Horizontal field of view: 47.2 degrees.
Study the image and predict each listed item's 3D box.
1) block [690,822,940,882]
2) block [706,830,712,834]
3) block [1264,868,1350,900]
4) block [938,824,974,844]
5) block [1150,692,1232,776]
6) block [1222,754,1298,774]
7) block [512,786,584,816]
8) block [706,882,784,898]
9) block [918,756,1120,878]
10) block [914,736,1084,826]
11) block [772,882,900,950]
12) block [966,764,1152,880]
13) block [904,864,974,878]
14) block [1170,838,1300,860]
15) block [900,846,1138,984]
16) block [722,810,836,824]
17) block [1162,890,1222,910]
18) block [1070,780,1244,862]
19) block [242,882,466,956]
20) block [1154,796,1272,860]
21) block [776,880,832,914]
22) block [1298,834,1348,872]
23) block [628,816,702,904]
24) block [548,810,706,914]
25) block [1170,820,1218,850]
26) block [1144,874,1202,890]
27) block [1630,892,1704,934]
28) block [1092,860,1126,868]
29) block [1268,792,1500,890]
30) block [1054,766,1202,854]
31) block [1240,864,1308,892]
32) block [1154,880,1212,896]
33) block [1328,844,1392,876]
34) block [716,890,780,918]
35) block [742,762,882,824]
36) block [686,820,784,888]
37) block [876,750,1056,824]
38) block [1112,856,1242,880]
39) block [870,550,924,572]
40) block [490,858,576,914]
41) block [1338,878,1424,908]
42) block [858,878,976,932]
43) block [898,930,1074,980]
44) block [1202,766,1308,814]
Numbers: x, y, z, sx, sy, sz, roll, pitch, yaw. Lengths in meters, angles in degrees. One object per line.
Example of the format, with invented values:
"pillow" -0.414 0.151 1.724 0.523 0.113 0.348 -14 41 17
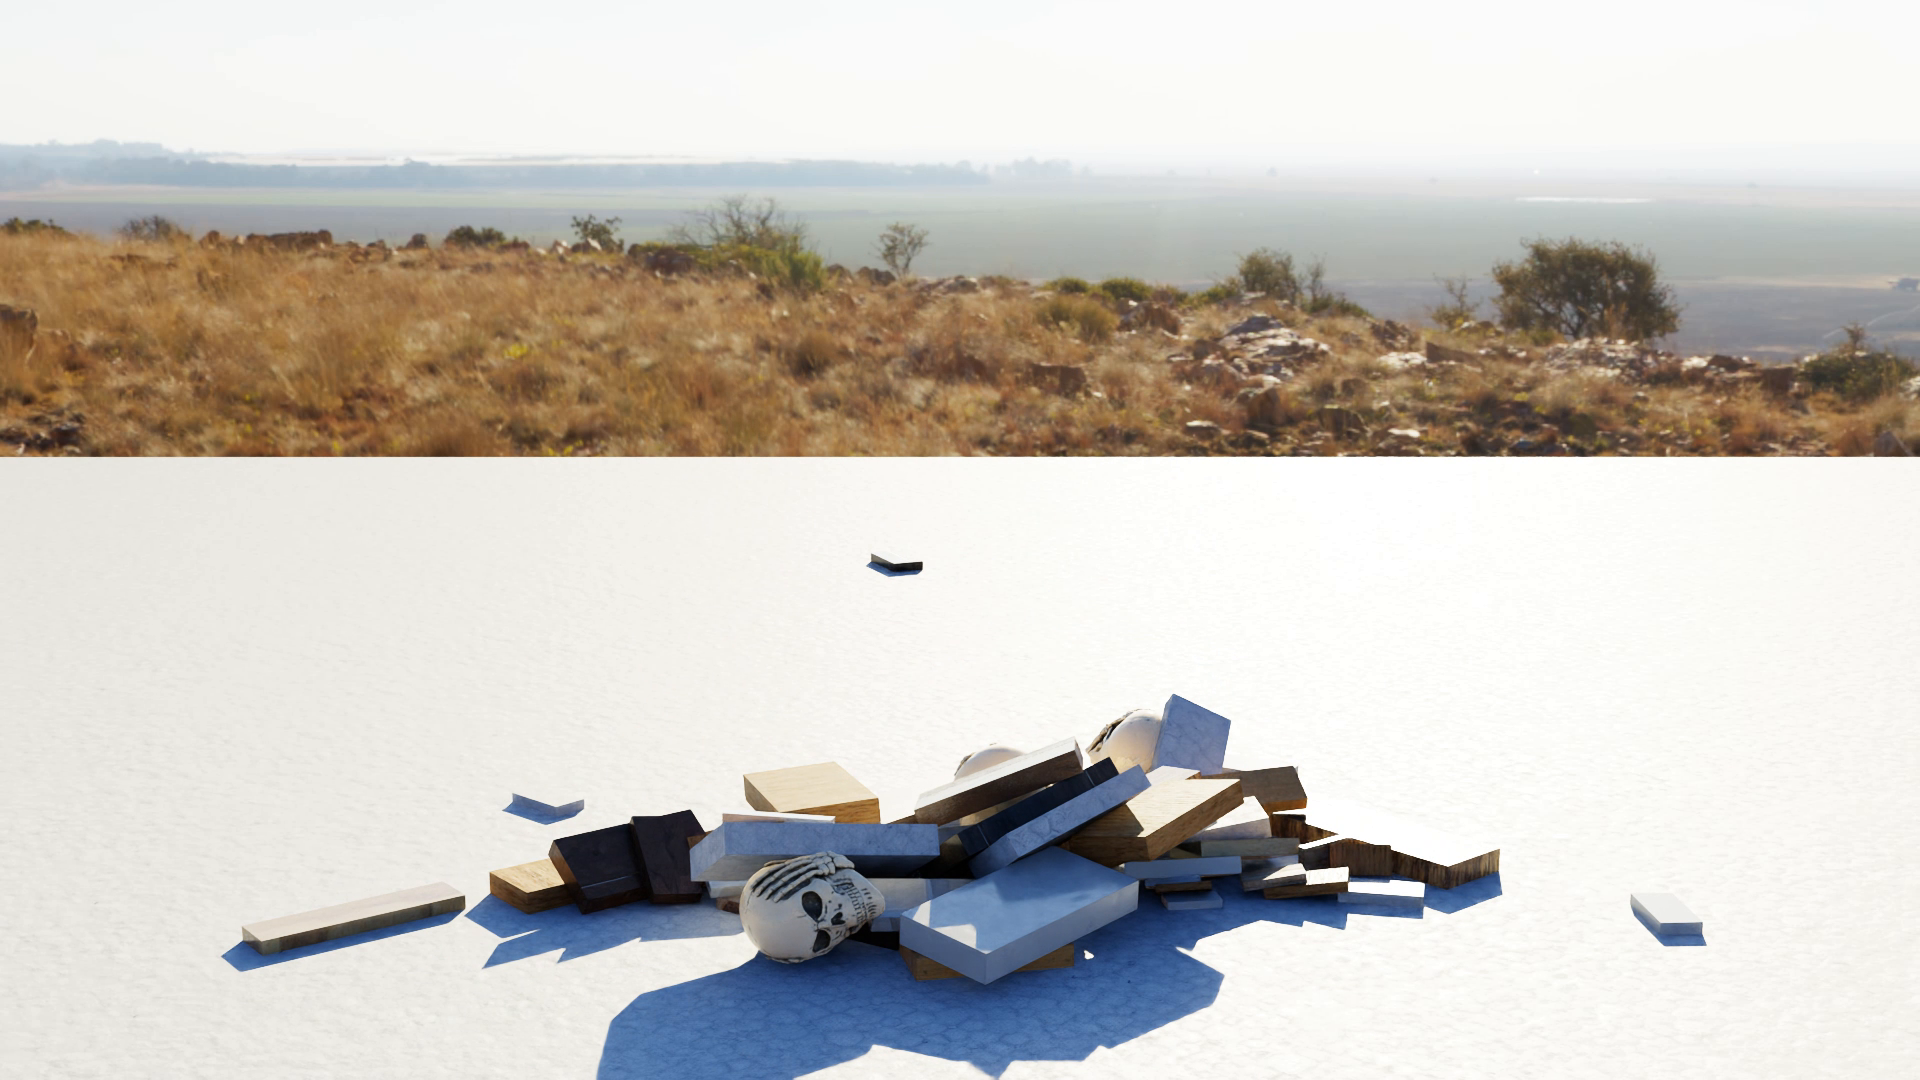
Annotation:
"block" -0.230 0.495 3.479 0.354 0.050 0.177 4 -23 -24
"block" -0.406 0.524 3.874 0.133 0.019 0.067 -8 -25 -36
"block" 0.577 0.571 3.657 0.138 0.020 0.069 -7 9 12
"block" -0.124 0.530 3.704 0.285 0.040 0.143 -4 -19 -20
"block" 0.425 0.407 4.091 0.125 0.035 0.250 25 42 -5
"block" 0.564 0.453 4.334 0.183 0.026 0.091 6 12 31
"block" -0.777 0.492 4.147 0.133 0.019 0.067 9 14 41
"block" -0.352 0.557 3.633 0.133 0.019 0.067 -3 27 -17
"block" 0.098 0.462 3.635 0.354 0.040 0.143 -21 -13 -39
"block" 0.067 0.409 3.701 0.285 0.040 0.143 -21 3 5
"block" -0.167 0.599 3.526 0.246 0.035 0.123 7 13 33
"block" 0.163 0.464 3.591 0.293 0.042 0.147 -23 -13 -34
"block" 0.021 0.577 3.569 0.246 0.035 0.123 5 25 25
"block" 0.470 0.530 3.756 0.199 0.028 0.099 2 -13 -26
"block" 0.094 0.572 3.389 0.177 0.050 0.354 17 23 40
"block" -0.312 0.520 3.779 0.194 0.097 0.027 2 7 12
"block" 0.381 0.593 3.618 0.092 0.013 0.046 -1 11 -8
"block" 0.329 0.460 3.628 0.147 0.042 0.293 -5 10 39
"block" -0.968 0.605 3.525 0.340 0.024 0.085 -8 13 -37
"block" 0.412 0.511 3.875 0.250 0.035 0.125 -11 11 -2
"block" -0.250 0.567 3.547 0.071 0.020 0.142 1 11 4
"block" 0.624 0.543 3.777 0.105 0.053 0.015 -8 13 -36
"block" -0.490 0.530 3.657 0.085 0.024 0.169 3 41 -28
"block" -0.538 0.536 3.675 0.265 0.038 0.133 -8 47 -38
"block" 0.341 0.479 3.847 0.125 0.035 0.250 -27 14 -13
"block" 0.355 0.570 3.661 0.092 0.013 0.046 -6 -16 7
"block" 1.139 0.602 3.550 0.069 0.020 0.138 0 11 -3
"block" 0.226 0.532 3.681 0.199 0.028 0.099 -23 6 10
"block" 0.682 0.517 3.946 0.147 0.042 0.581 -9 14 -40
"block" 0.266 0.468 3.784 0.335 0.027 0.097 -22 14 -34
"block" 0.521 0.562 3.661 0.105 0.015 0.053 -9 9 2
"block" 0.369 0.576 3.637 0.092 0.013 0.046 -4 -16 3
"block" 0.684 0.546 3.757 0.105 0.053 0.015 0 -8 2
"block" -0.329 0.586 3.633 0.071 0.020 0.142 7 13 33
"block" -0.273 0.470 3.987 0.177 0.050 0.365 -7 6 -15
"block" -0.368 0.528 3.699 0.169 0.024 0.085 -8 55 -20
"block" -0.069 0.493 4.090 0.133 0.038 0.708 9 14 41
"block" 0.362 0.553 3.695 0.199 0.028 0.099 -2 -11 -9
"block" -0.186 0.062 6.442 0.091 0.026 0.183 -5 11 -23
"block" -0.640 0.565 3.699 0.265 0.038 0.133 -8 13 -38
"block" 0.699 0.584 3.647 0.138 0.020 0.069 2 11 13
"block" -0.056 0.573 3.454 0.193 0.027 0.097 3 29 -19
"block" 0.039 0.627 3.376 0.246 0.035 0.123 -3 11 -13
"block" 0.529 0.459 3.993 0.183 0.026 0.091 -6 35 -8
